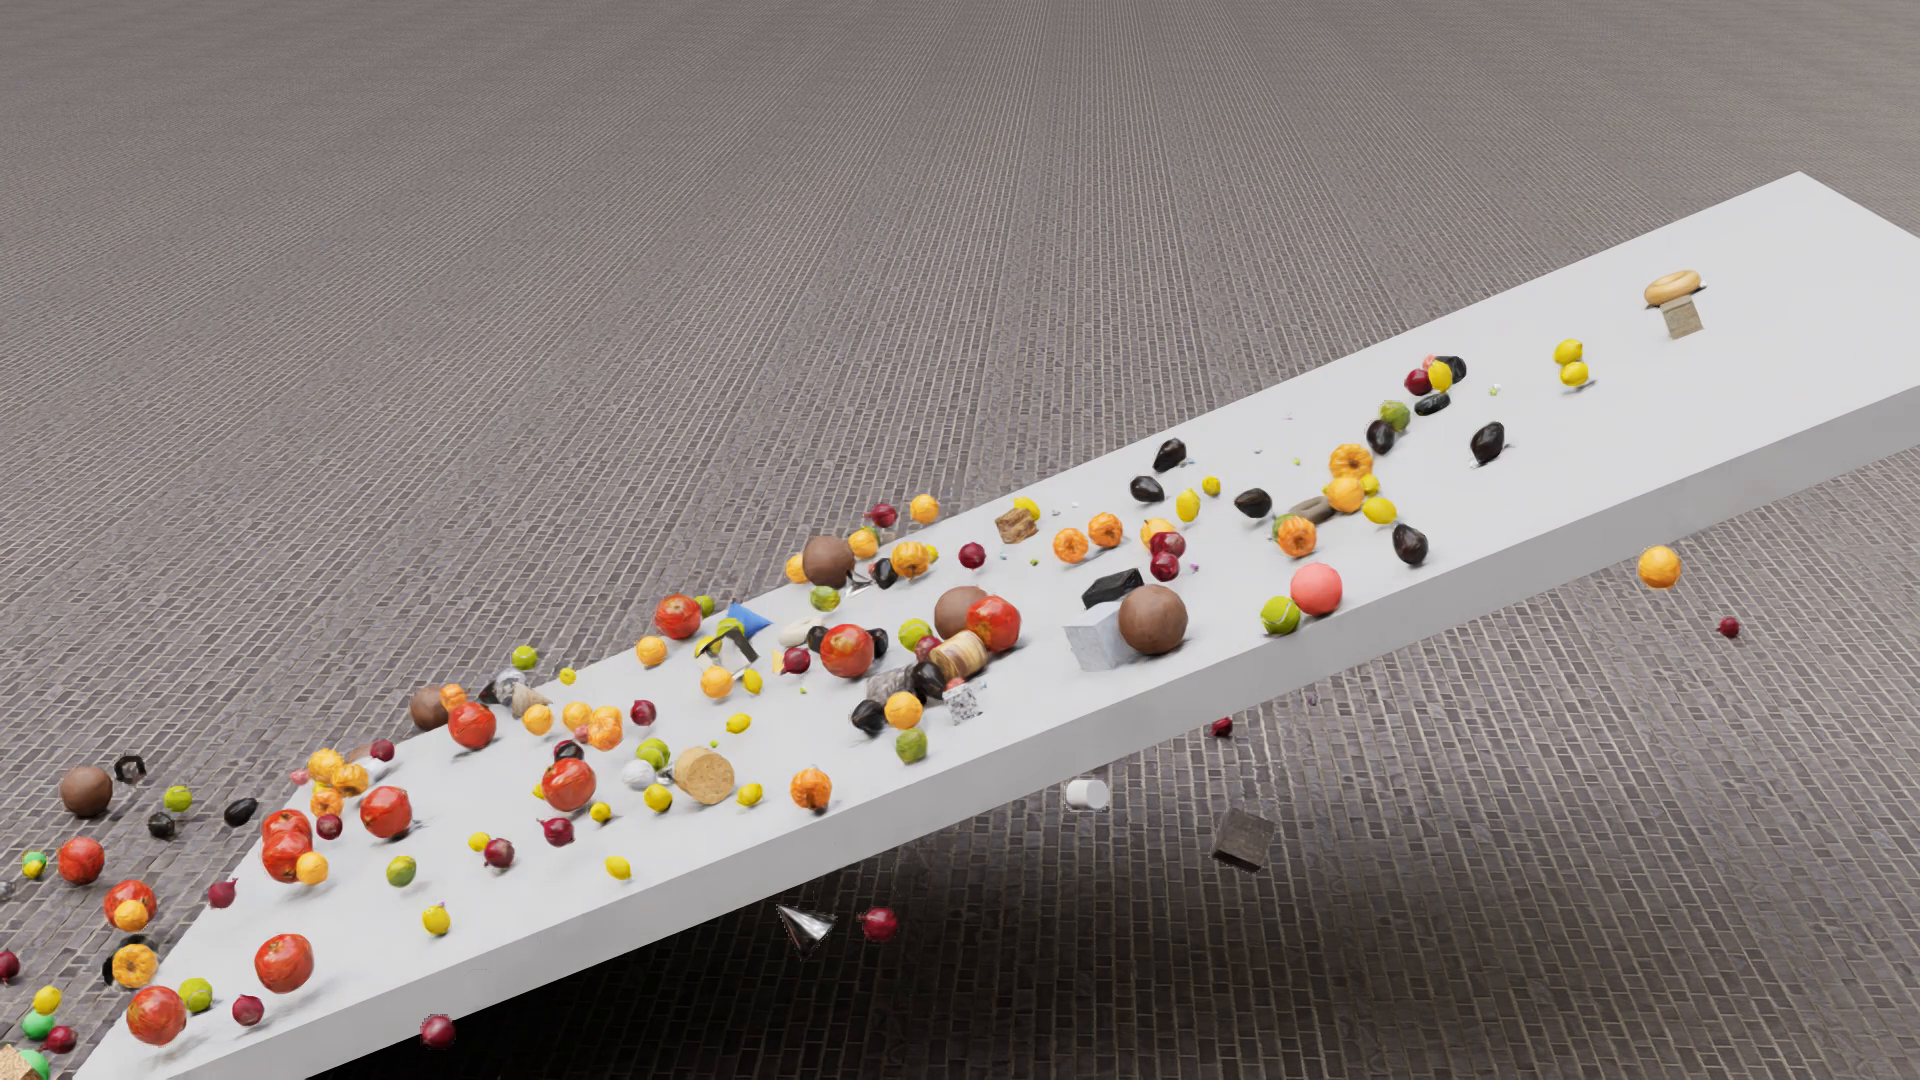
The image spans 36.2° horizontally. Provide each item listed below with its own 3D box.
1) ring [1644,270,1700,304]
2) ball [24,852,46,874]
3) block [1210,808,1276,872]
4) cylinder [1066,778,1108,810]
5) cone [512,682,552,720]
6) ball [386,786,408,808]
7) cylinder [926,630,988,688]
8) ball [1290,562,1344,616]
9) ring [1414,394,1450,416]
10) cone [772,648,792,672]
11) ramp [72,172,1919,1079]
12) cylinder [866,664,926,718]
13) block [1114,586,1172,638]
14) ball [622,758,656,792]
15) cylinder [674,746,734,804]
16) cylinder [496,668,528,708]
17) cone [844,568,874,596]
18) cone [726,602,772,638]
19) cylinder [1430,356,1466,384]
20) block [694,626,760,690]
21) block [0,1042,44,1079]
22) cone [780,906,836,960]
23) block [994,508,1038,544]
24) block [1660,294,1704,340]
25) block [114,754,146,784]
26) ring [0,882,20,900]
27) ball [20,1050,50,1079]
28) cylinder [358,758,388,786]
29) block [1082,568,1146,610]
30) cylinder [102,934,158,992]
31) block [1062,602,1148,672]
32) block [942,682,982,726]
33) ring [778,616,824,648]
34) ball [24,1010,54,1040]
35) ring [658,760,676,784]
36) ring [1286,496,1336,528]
[{"bbox_3d":[1.534,-0.543,6.333,0.126,0.042,0.126,-23,11,5],"label":"ring"},{"bbox_3d":[-2.250,0.784,7.153,0.054,0.054,0.054,0,15,0],"label":"ball"},{"bbox_3d":[0.503,0.532,5.217,0.081,0.081,0.081,21,-15,1],"label":"block"},{"bbox_3d":[0.222,0.444,5.129,0.053,0.053,0.053,-12,1,-38],"label":"cylinder"},{"bbox_3d":[-1.039,0.394,7.183,0.095,0.095,0.095,3,15,-1],"label":"cone"},{"bbox_3d":[-1.304,0.596,6.810,0.051,0.051,0.051,0,15,0],"label":"ball"},{"bbox_3d":[-0.005,0.236,5.830,0.087,0.087,0.087,-32,31,-32],"label":"cylinder"},{"bbox_3d":[0.636,0.087,5.249,0.095,0.095,0.095,0,15,0],"label":"ball"},{"bbox_3d":[1.009,-0.290,6.285,0.080,0.027,0.080,-23,11,5],"label":"ring"},{"bbox_3d":[-0.406,0.262,6.545,0.051,0.051,0.051,-23,12,5],"label":"cone"},{"bbox_3d":[0.129,0.171,6.286,4.000,0.100,2.000,-22,13,8],"label":"ramp"},{"bbox_3d":[-0.125,0.299,5.790,0.087,0.087,0.087,-18,6,25],"label":"cylinder"},{"bbox_3d":[0.344,0.141,5.616,0.073,0.073,0.073,-28,13,-19],"label":"block"},{"bbox_3d":[-0.652,0.478,5.967,0.068,0.068,0.068,0,15,0],"label":"ball"},{"bbox_3d":[-0.502,0.462,5.775,0.098,0.098,0.098,-5,6,-19],"label":"cylinder"},{"bbox_3d":[-1.109,0.366,7.281,0.079,0.079,0.079,-3,17,-11],"label":"cylinder"},{"bbox_3d":[-0.229,0.102,6.930,0.067,0.067,0.067,9,11,-22],"label":"cone"},{"bbox_3d":[-0.489,0.197,6.980,0.098,0.098,0.098,0,13,-31],"label":"cone"},{"bbox_3d":[1.071,-0.374,6.447,0.058,0.058,0.058,-4,7,-16],"label":"cylinder"},{"bbox_3d":[-0.523,0.265,6.596,0.088,0.088,0.088,-33,-8,-35],"label":"block"},{"bbox_3d":[-1.804,1.038,5.600,0.092,0.092,0.092,29,61,37],"label":"block"},{"bbox_3d":[-0.285,0.679,5.222,0.096,0.096,0.096,39,20,3],"label":"cone"},{"bbox_3d":[0.129,-0.032,6.752,0.062,0.062,0.062,-30,14,-25],"label":"block"},{"bbox_3d":[1.477,-0.457,6.025,0.065,0.065,0.065,-21,13,12],"label":"block"},{"bbox_3d":[-2.202,0.609,7.803,0.053,0.053,0.053,7,30,25],"label":"block"},{"bbox_3d":[-2.284,0.835,7.009,0.082,0.027,0.082,2,11,0],"label":"ring"},{"bbox_3d":[-1.852,1.056,5.835,0.089,0.089,0.089,0,15,0],"label":"ball"},{"bbox_3d":[-1.431,0.565,7.174,0.050,0.050,0.050,9,28,30],"label":"cylinder"},{"bbox_3d":[0.308,0.122,5.719,0.091,0.091,0.091,-17,14,29],"label":"block"},{"bbox_3d":[-1.772,0.905,6.284,0.091,0.091,0.091,1,19,5],"label":"cylinder"},{"bbox_3d":[0.274,0.181,5.522,0.096,0.096,0.096,-32,15,-33],"label":"block"},{"bbox_3d":[0.003,0.310,5.582,0.055,0.055,0.055,-24,12,-1],"label":"block"},{"bbox_3d":[-0.362,0.210,6.714,0.113,0.038,0.113,-23,14,6],"label":"ring"},{"bbox_3d":[-1.947,1.024,6.215,0.063,0.063,0.063,0,15,0],"label":"ball"},{"bbox_3d":[-0.583,0.474,6.046,0.083,0.028,0.083,-23,11,5],"label":"ring"},{"bbox_3d":[0.700,-0.055,5.860,0.106,0.035,0.106,-22,12,5],"label":"ring"}]
